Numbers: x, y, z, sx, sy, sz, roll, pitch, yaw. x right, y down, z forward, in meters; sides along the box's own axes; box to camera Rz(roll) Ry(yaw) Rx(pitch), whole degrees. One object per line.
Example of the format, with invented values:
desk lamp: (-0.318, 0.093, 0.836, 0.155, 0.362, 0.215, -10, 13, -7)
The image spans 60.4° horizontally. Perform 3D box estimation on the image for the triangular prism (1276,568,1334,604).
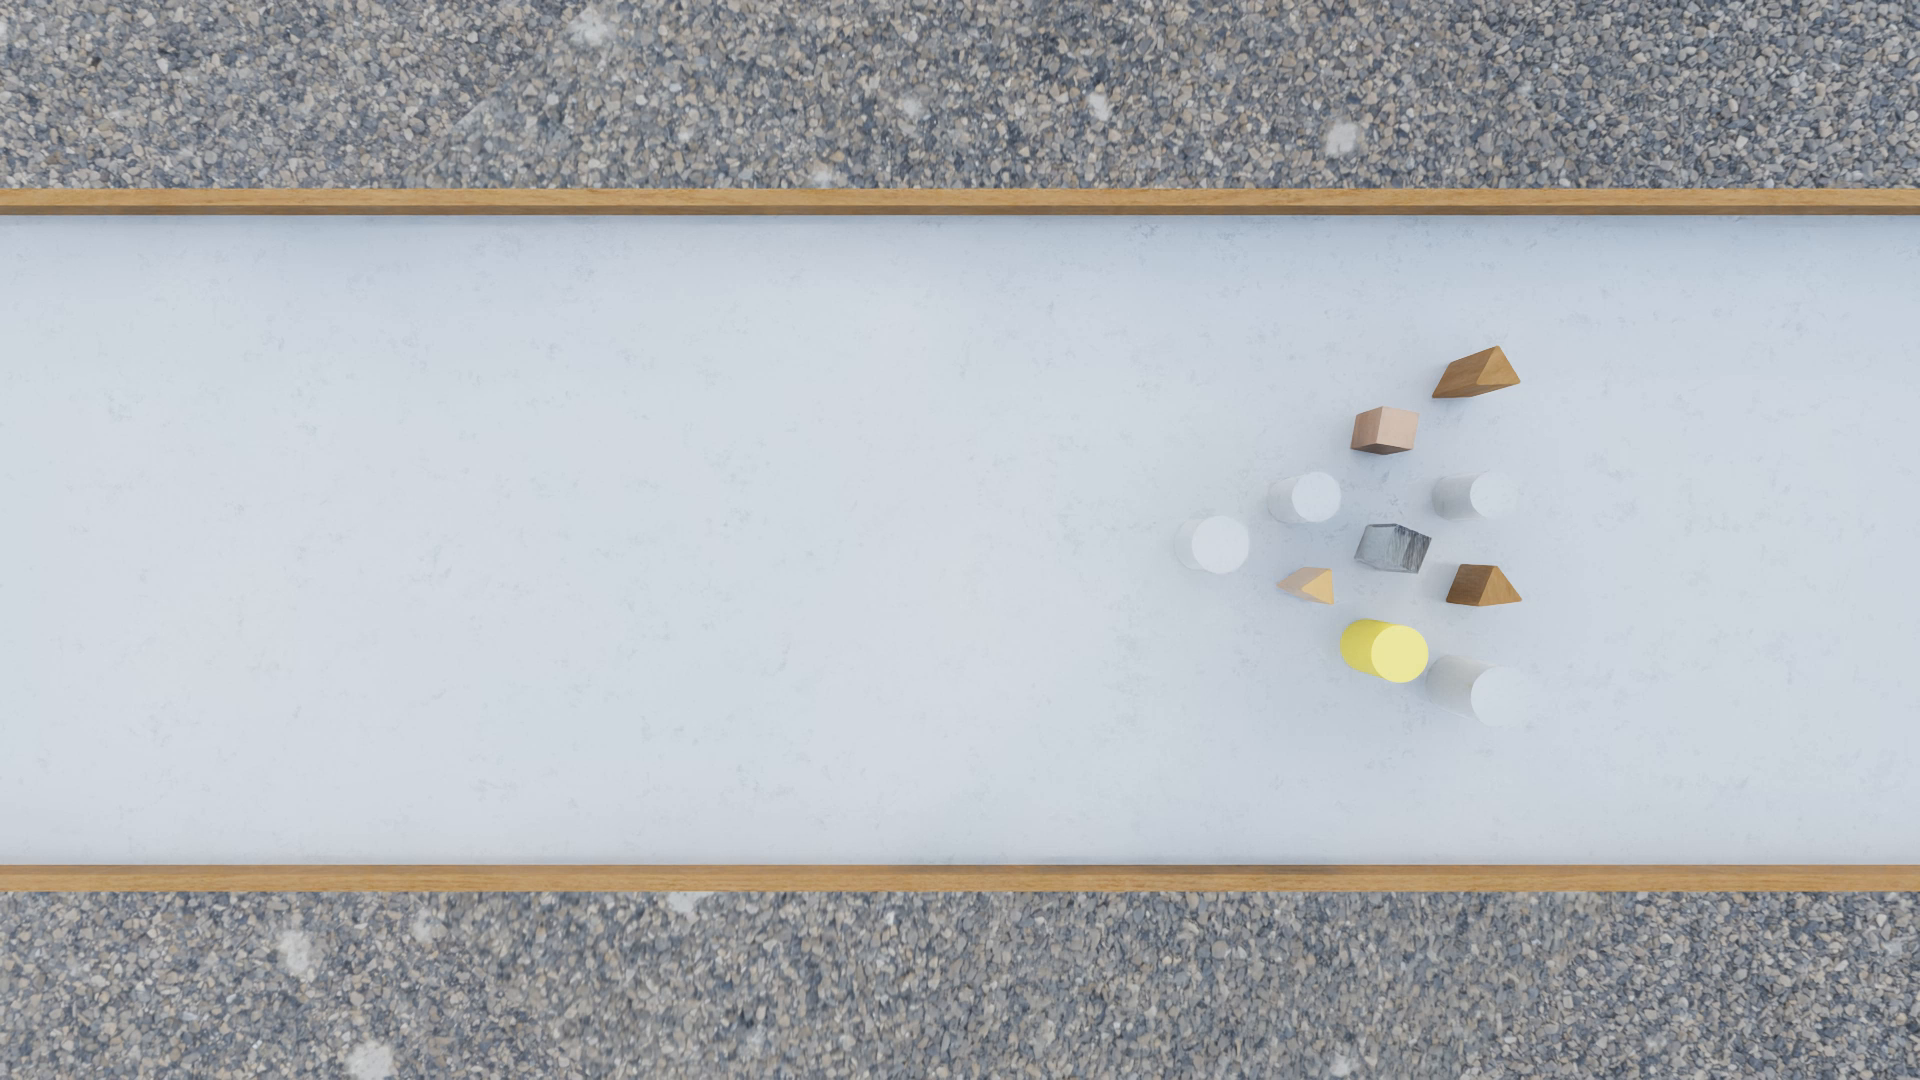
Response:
triangular prism: (1.039, 0.123, 4.892, 0.102, 0.369, 0.089, 26, 90, 0)

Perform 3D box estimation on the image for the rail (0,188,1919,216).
rail: (-2.247, -1.025, 5.002, 12.000, 0.150, 0.050, 0, 90, 0)

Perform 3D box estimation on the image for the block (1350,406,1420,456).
block: (1.263, -0.324, 4.917, 0.108, 0.319, 0.108, 10, 90, 0)

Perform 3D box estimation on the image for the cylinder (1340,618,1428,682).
cylinder: (1.251, 0.324, 4.885, 0.163, 0.383, 0.163, 0, 90, 0)

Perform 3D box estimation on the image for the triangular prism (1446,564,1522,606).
triangular prism: (1.551, 0.128, 4.916, 0.126, 0.322, 0.109, -7, 90, 0)

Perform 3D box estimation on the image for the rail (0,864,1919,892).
rail: (-2.247, 1.025, 5.001, 12.000, 0.150, 0.050, 0, 90, 0)

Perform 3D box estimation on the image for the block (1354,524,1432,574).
block: (1.284, 0.025, 4.904, 0.111, 0.344, 0.111, 22, 90, 0)

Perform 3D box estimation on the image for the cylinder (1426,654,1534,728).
cylinder: (1.521, 0.441, 4.851, 0.178, 0.450, 0.178, 0, 90, 0)

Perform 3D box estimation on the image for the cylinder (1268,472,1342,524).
cylinder: (1.016, -0.122, 4.887, 0.142, 0.379, 0.142, 0, 90, 0)

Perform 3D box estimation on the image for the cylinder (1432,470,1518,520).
cylinder: (1.520, -0.129, 4.885, 0.138, 0.384, 0.138, 0, 90, 0)

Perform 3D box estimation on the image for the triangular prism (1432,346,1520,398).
triangular prism: (1.513, -0.494, 4.857, 0.123, 0.440, 0.107, -2, 90, 0)

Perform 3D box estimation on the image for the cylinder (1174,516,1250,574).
cylinder: (0.742, 0.013, 4.887, 0.165, 0.379, 0.165, 0, 90, 0)
